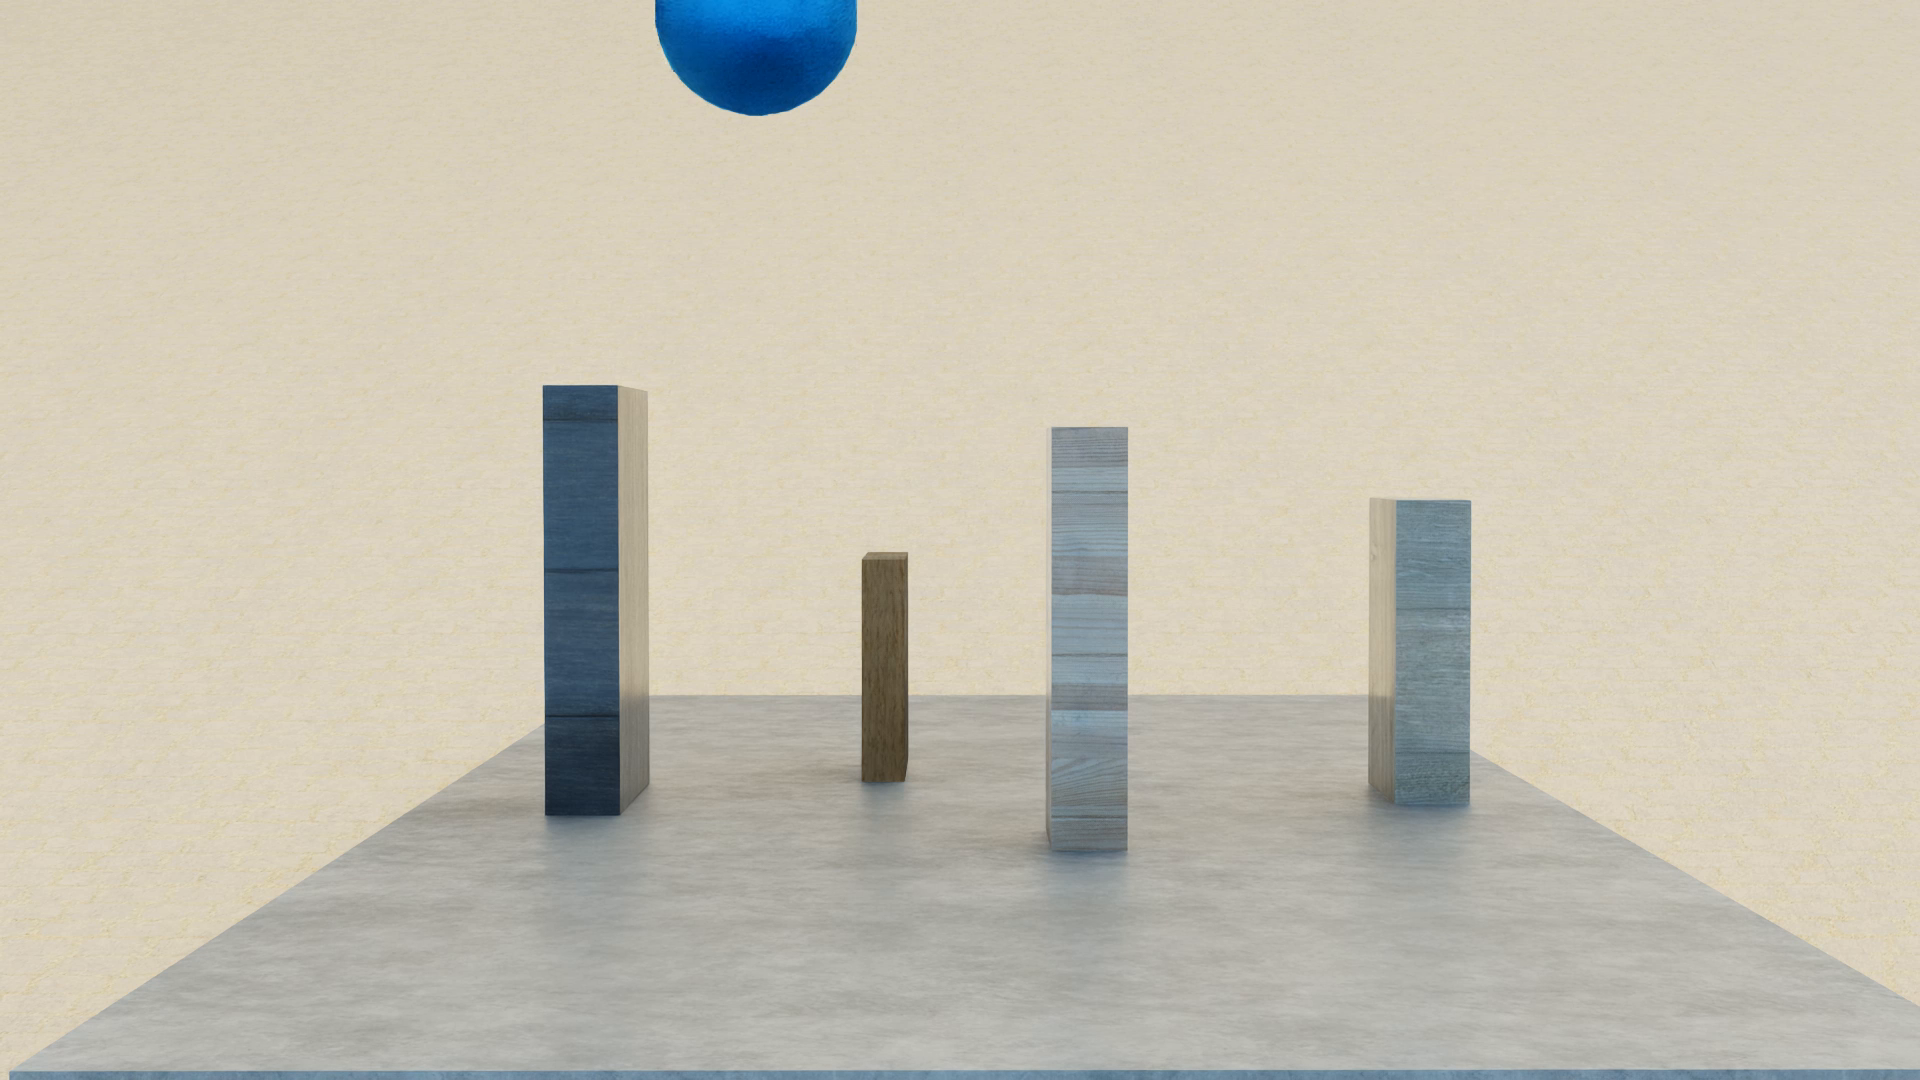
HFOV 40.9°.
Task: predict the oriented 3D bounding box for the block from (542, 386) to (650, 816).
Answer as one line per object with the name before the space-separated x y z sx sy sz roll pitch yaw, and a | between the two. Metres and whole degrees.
block | -0.639 0.096 4.558 0.127 0.727 0.420 0 2 0

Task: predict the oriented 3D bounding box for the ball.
ball | -0.188 -0.487 2.381 0.188 0.188 0.188 0 25 0

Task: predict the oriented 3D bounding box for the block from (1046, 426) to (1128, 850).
block | 0.199 0.148 4.080 0.118 0.652 0.249 0 2 0

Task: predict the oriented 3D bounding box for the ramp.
ramp | 0.056 0.509 4.552 2.000 0.100 4.000 0 2 0

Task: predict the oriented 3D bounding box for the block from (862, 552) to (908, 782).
block | -0.144 0.237 4.986 0.080 0.415 0.375 0 2 0

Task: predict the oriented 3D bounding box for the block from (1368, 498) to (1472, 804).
block | 0.823 0.191 4.631 0.130 0.530 0.293 0 2 0
